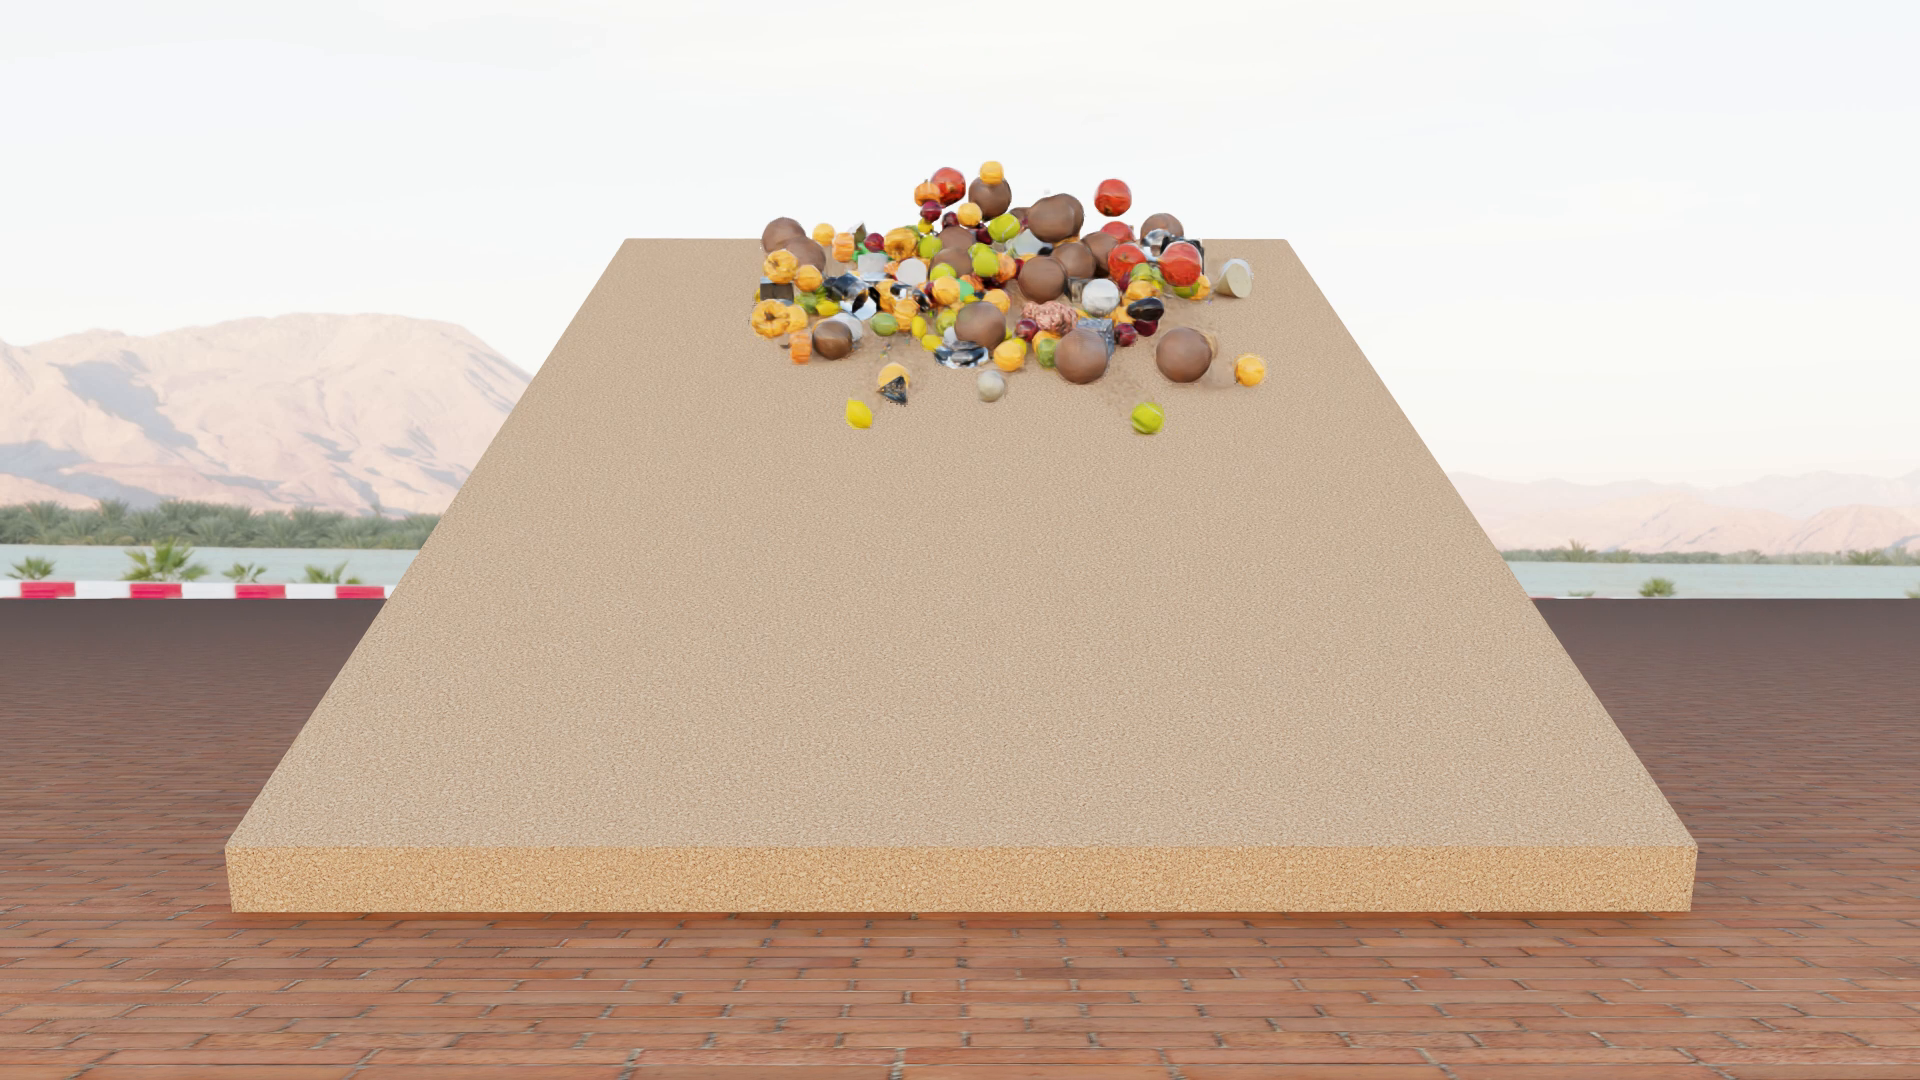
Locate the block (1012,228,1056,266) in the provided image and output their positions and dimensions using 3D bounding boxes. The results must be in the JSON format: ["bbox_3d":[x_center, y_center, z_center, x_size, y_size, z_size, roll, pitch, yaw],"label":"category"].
[{"bbox_3d":[0.209,-0.825,6.378,0.075,0.075,0.075,-42,-25,21],"label":"block"}]

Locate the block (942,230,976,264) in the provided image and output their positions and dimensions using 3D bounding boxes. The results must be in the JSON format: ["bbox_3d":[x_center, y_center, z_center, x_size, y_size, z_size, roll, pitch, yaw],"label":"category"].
[{"bbox_3d":[-0.003,-0.850,6.538,0.079,0.079,0.079,4,20,12],"label":"block"}]

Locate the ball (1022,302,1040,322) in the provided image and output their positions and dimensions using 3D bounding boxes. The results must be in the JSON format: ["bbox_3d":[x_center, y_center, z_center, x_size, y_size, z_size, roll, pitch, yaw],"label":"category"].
[{"bbox_3d":[0.185,-0.592,5.851,0.050,0.050,0.050,0,-1,0],"label":"ball"}]

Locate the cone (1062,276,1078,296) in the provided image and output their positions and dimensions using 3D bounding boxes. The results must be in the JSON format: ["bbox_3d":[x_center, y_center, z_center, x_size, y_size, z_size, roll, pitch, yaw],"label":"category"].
[{"bbox_3d":[0.313,-0.681,6.139,0.059,0.059,0.059,0,-8,15],"label":"cone"}]

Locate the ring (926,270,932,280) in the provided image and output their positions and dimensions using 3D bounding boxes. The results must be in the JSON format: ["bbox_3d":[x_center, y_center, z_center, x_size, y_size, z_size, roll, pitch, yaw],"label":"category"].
[{"bbox_3d":[-0.116,-0.741,6.310,0.075,0.025,0.075,-3,21,1],"label":"ring"}]

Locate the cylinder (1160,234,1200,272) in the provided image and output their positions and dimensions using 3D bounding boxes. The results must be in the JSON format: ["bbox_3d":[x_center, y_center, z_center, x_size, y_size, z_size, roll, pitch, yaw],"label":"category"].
[{"bbox_3d":[0.600,-0.781,6.166,0.091,0.091,0.091,8,-2,-7],"label":"cylinder"}]

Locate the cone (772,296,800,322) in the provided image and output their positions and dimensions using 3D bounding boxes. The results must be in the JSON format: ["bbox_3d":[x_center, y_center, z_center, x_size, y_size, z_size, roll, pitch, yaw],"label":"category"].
[{"bbox_3d":[-0.455,-0.579,5.837,0.072,0.072,0.072,0,-26,-14],"label":"cone"}]

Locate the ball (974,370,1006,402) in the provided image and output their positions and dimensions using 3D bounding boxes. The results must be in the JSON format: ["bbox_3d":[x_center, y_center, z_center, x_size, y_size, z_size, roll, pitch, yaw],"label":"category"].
[{"bbox_3d":[0.069,-0.348,5.124,0.072,0.072,0.072,0,-1,0],"label":"ball"}]

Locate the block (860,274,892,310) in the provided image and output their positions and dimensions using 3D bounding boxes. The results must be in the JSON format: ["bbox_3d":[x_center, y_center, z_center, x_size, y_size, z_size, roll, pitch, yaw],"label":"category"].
[{"bbox_3d":[-0.225,-0.658,5.988,0.082,0.082,0.082,1,19,2],"label":"block"}]

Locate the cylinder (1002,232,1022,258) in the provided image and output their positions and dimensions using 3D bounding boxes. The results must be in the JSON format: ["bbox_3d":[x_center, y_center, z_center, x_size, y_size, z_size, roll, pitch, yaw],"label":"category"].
[{"bbox_3d":[0.155,-0.858,6.575,0.060,0.060,0.060,3,30,-2],"label":"cylinder"}]

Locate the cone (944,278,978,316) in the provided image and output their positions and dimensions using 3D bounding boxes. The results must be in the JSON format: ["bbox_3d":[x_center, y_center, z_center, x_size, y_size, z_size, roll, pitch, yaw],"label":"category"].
[{"bbox_3d":[-0.020,-0.618,5.932,0.099,0.099,0.099,-1,41,43],"label":"cone"}]

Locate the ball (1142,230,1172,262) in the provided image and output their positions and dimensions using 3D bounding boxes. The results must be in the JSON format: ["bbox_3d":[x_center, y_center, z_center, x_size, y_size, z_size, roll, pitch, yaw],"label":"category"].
[{"bbox_3d":[0.551,-0.814,6.250,0.091,0.091,0.091,0,-1,0],"label":"ball"}]

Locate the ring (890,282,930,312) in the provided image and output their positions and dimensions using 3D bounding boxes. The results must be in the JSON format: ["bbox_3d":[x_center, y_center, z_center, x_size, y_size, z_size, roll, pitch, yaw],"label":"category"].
[{"bbox_3d":[-0.126,-0.620,5.765,0.115,0.038,0.115,28,-9,5],"label":"ring"}]

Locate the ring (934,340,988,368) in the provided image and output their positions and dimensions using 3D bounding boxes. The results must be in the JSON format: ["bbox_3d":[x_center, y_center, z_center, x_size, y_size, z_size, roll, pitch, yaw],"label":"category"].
[{"bbox_3d":[0.003,-0.447,5.447,0.134,0.045,0.134,0,20,0],"label":"ring"}]

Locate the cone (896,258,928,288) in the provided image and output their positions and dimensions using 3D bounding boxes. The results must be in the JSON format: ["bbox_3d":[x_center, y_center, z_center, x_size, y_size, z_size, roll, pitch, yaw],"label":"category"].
[{"bbox_3d":[-0.134,-0.729,6.133,0.082,0.082,0.082,0,14,-6],"label":"cone"}]

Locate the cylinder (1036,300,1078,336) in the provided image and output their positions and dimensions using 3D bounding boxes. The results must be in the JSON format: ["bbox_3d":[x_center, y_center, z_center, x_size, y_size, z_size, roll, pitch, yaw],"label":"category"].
[{"bbox_3d":[0.233,-0.535,5.440,0.071,0.071,0.071,-1,-8,45],"label":"cylinder"}]

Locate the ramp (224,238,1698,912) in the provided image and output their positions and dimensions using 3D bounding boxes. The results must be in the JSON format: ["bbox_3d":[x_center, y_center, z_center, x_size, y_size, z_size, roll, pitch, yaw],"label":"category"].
[{"bbox_3d":[-0.005,-0.202,4.967,2.000,0.100,4.000,0,19,0],"label":"ramp"}]

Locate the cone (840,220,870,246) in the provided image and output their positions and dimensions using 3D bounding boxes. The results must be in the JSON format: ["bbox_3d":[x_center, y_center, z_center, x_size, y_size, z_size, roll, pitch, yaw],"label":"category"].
[{"bbox_3d":[-0.283,-0.868,6.599,0.096,0.096,0.096,45,-17,-16],"label":"cone"}]

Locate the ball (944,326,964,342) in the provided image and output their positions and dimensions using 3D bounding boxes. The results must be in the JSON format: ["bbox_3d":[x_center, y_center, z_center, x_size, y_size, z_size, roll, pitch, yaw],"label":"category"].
[{"bbox_3d":[-0.016,-0.503,5.594,0.052,0.052,0.052,0,-1,0],"label":"ball"}]

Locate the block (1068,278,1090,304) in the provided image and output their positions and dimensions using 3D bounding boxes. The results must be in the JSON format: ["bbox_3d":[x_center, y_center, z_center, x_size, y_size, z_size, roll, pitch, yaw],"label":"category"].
[{"bbox_3d":[0.321,-0.670,6.065,0.055,0.055,0.055,-3,20,-8],"label":"block"}]

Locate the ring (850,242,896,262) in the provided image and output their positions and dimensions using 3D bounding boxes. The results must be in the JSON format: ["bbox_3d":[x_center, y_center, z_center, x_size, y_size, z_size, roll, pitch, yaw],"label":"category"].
[{"bbox_3d":[-0.250,-0.829,6.530,0.136,0.045,0.136,1,19,0],"label":"ring"}]

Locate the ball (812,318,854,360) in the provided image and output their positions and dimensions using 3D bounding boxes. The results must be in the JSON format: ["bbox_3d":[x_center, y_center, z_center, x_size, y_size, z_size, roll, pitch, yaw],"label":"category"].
[{"bbox_3d":[-0.309,-0.486,5.473,0.100,0.100,0.100,0,-1,0],"label":"ball"}]

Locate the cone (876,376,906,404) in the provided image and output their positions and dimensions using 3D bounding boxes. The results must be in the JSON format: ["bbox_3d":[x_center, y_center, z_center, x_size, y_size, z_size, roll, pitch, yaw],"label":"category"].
[{"bbox_3d":[-0.162,-0.336,5.076,0.065,0.065,0.065,-3,-2,19],"label":"cone"}]

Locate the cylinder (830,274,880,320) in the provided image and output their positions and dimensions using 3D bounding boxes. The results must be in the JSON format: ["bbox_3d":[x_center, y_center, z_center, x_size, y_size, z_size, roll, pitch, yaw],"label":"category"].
[{"bbox_3d":[-0.272,-0.632,5.870,0.093,0.093,0.093,1,27,-45],"label":"cylinder"}]

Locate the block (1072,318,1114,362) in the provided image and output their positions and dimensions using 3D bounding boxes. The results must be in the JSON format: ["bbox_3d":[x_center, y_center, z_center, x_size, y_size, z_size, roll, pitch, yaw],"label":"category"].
[{"bbox_3d":[0.326,-0.489,5.507,0.083,0.083,0.083,6,21,16],"label":"block"}]

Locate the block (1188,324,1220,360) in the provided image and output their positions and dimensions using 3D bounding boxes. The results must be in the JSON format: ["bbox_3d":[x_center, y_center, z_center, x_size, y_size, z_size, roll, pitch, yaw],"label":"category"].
[{"bbox_3d":[0.595,-0.484,5.522,0.067,0.067,0.067,5,20,13],"label":"block"}]

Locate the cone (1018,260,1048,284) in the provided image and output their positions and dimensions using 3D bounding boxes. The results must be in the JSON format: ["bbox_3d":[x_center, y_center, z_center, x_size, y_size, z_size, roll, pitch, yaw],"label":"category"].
[{"bbox_3d":[0.197,-0.729,6.265,0.075,0.075,0.075,-25,-6,9],"label":"cone"}]

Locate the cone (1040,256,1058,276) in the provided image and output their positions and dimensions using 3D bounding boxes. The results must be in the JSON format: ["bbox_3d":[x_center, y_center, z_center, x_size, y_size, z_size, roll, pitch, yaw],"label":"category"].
[{"bbox_3d":[0.233,-0.769,6.386,0.062,0.062,0.062,1,-3,-42],"label":"cone"}]

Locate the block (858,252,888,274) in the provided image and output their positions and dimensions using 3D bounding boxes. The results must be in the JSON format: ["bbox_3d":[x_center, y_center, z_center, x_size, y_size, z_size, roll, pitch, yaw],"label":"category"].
[{"bbox_3d":[-0.242,-0.767,6.322,0.060,0.060,0.060,-18,24,-33],"label":"block"}]

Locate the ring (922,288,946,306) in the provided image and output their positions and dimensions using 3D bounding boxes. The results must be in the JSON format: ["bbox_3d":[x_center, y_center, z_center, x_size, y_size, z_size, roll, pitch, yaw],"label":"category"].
[{"bbox_3d":[-0.064,-0.650,6.039,0.100,0.033,0.100,0,19,0],"label":"ring"}]

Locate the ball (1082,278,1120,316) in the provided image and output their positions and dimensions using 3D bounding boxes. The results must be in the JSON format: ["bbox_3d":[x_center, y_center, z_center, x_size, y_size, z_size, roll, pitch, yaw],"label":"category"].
[{"bbox_3d":[0.348,-0.601,5.594,0.094,0.094,0.094,0,-1,0],"label":"ball"}]

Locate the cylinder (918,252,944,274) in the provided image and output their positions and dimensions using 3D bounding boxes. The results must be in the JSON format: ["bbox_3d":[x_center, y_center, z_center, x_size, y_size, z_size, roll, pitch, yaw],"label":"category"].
[{"bbox_3d":[-0.084,-0.782,6.359,0.053,0.053,0.053,-1,-4,34],"label":"cylinder"}]

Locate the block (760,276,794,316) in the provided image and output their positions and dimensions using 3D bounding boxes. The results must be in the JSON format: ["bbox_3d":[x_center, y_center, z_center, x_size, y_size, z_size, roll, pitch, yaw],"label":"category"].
[{"bbox_3d":[-0.482,-0.643,5.941,0.084,0.084,0.084,-1,19,-2],"label":"block"}]

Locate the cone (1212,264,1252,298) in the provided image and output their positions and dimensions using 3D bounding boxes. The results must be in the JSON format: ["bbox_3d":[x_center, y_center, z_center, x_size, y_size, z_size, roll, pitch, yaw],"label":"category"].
[{"bbox_3d":[0.721,-0.688,6.134,0.099,0.099,0.099,1,-14,-43],"label":"cone"}]

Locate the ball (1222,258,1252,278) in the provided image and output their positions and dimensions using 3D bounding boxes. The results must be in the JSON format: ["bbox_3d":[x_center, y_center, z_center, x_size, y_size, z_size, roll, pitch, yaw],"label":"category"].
[{"bbox_3d":[0.759,-0.731,6.199,0.083,0.083,0.083,0,-1,0],"label":"ball"}]

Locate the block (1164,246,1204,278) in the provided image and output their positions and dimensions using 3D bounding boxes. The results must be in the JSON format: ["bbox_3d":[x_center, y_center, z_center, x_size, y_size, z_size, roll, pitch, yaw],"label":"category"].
[{"bbox_3d":[0.634,-0.788,6.365,0.079,0.079,0.079,-10,22,-27],"label":"block"}]
